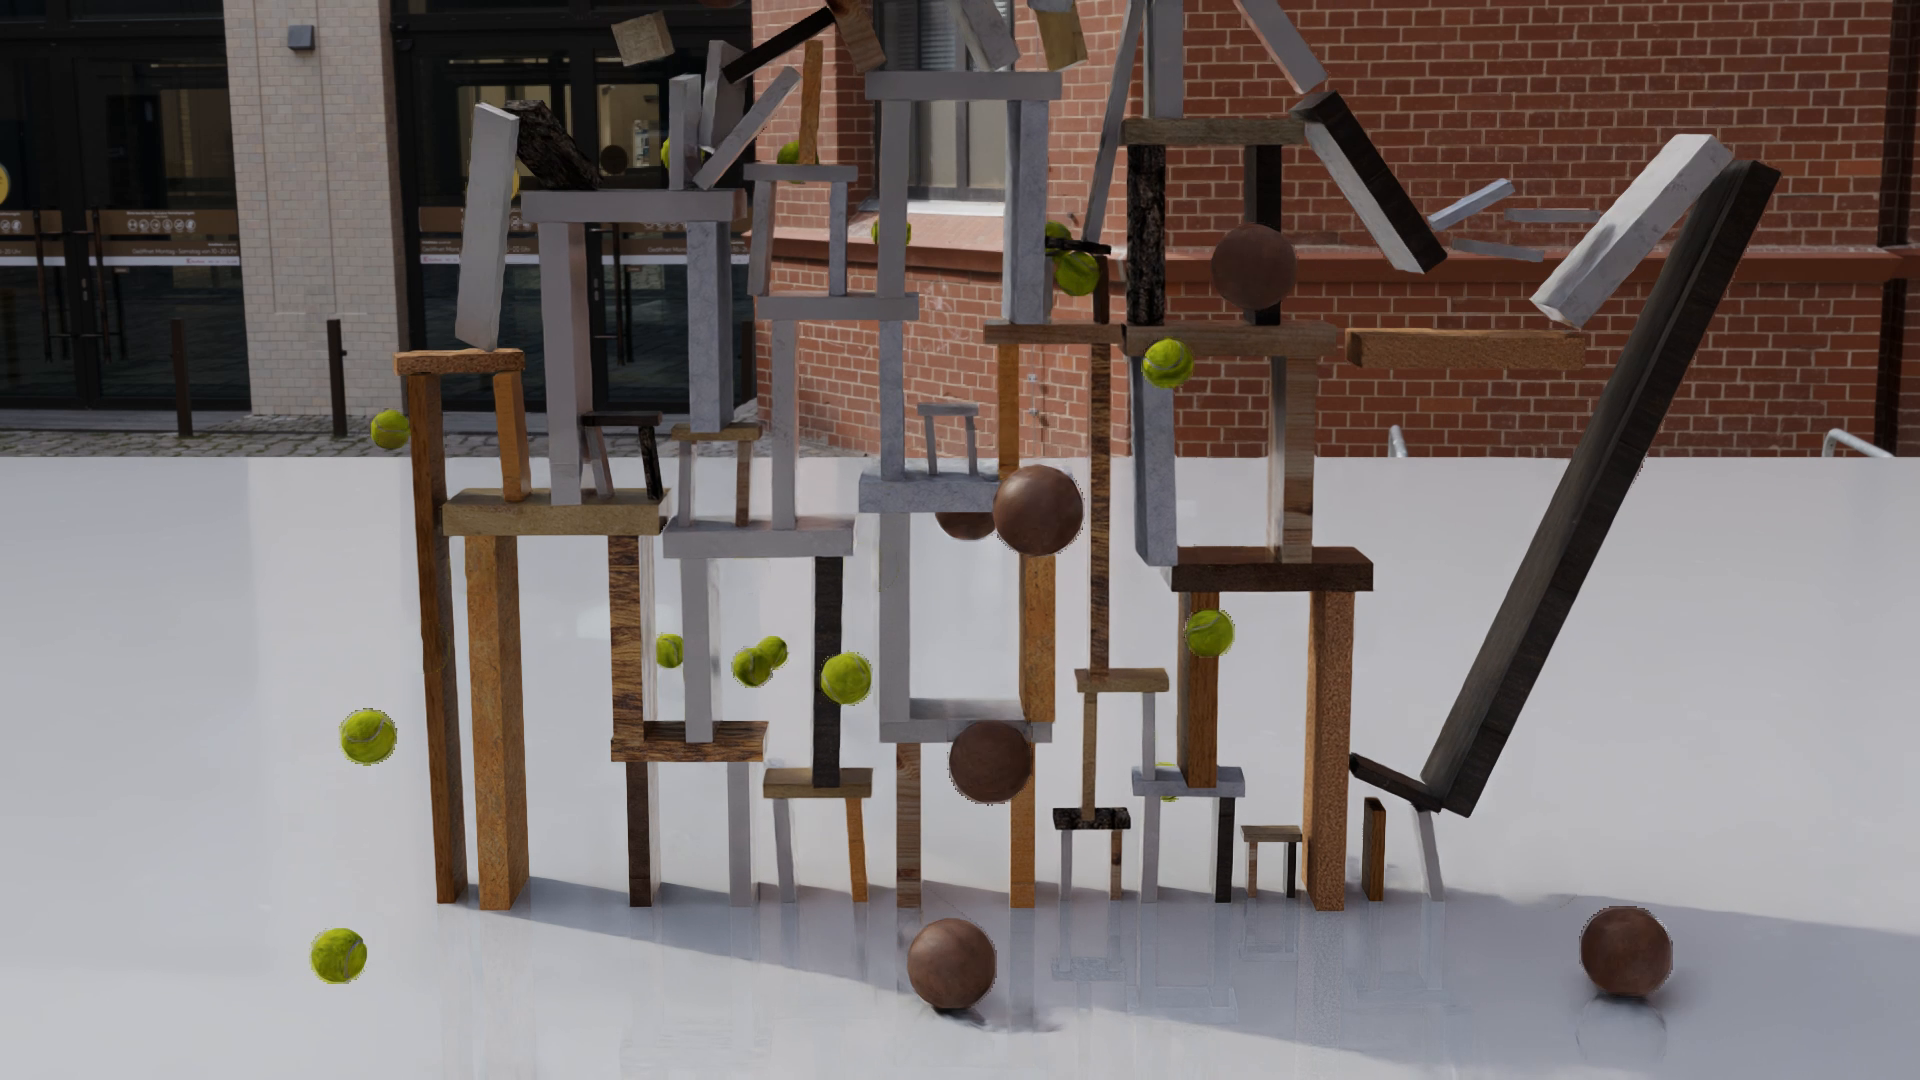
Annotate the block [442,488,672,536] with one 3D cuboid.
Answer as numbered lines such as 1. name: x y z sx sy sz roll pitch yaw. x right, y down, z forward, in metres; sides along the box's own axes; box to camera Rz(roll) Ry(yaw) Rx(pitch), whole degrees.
1. block: -0.646 -0.046 3.554 0.341 0.048 0.171 0 11 -1

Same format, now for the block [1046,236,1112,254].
1. block: 0.181 -0.463 3.462 0.103 0.015 0.052 6 6 -15

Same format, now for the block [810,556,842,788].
1. block: -0.220 0.201 3.600 0.043 0.380 0.151 0 11 -6

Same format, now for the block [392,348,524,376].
1. block: -0.811 -0.289 3.555 0.200 0.028 0.100 -4 11 -18

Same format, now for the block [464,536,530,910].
1. block: -0.760 0.283 3.618 0.048 0.623 0.171 0 11 0

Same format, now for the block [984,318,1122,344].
1. block: 0.148 -0.331 3.490 0.215 0.030 0.108 0 11 3

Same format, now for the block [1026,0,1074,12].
1. block: 0.159 -0.875 3.344 0.073 0.146 0.021 -9 44 -40

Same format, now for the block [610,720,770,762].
1. block: -0.442 0.331 3.619 0.247 0.035 0.123 0 11 0

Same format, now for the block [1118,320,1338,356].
1. block: 0.422 -0.323 3.507 0.328 0.047 0.164 0 9 -1

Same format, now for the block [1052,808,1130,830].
1. block: 0.217 0.461 3.640 0.123 0.017 0.062 0 11 -2

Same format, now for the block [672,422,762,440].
1. block: -0.389 -0.174 3.529 0.139 0.020 0.069 -1 11 0

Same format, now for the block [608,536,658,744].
1. block: -0.533 0.145 3.591 0.048 0.341 0.171 0 11 0

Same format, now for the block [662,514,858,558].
1. block: -0.321 -0.007 3.560 0.302 0.043 0.151 -1 11 0

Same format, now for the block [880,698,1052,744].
1. block: 0.010 0.296 3.617 0.279 0.040 0.140 0 11 0

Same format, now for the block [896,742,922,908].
1. block: -0.084 0.452 3.645 0.040 0.279 0.139 0 11 0

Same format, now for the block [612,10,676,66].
1. block: -0.521 -0.824 3.616 0.020 0.070 0.139 -28 19 -32

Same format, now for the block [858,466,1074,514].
1. block: 0.011 -0.082 3.546 0.340 0.048 0.170 0 11 0

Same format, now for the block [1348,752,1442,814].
1. block: 0.719 0.401 3.636 0.155 0.022 0.077 24 10 -4

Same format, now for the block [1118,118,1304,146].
1. block: 0.390 -0.639 3.456 0.277 0.039 0.139 0 9 -2

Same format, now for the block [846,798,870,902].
1. block: -0.170 0.501 3.656 0.025 0.178 0.089 -3 11 0

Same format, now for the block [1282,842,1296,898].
1. block: 0.549 0.542 3.664 0.014 0.096 0.048 0 11 0

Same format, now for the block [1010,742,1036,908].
1. block: 0.103 0.452 3.645 0.040 0.279 0.140 0 11 1

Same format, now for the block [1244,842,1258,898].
1. block: 0.485 0.542 3.664 0.014 0.096 0.048 0 11 0

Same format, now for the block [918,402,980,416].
1. block: -0.019 -0.209 3.517 0.098 0.014 0.049 0 11 1

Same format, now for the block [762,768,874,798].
1. block: -0.234 0.401 3.635 0.178 0.025 0.089 0 11 -1

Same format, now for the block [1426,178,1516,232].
1. block: 0.806 -0.529 3.469 0.132 0.019 0.066 -28 11 8

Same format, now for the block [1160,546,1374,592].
1. block: 0.494 0.047 3.568 0.320 0.045 0.160 0 9 -1

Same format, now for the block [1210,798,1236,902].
1. block: 0.435 0.500 3.653 0.026 0.182 0.091 1 10 0

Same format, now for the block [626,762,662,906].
1. block: -0.524 0.469 3.645 0.035 0.247 0.123 0 11 0

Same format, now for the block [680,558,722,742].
1. block: -0.421 0.164 3.591 0.043 0.302 0.151 0 11 0

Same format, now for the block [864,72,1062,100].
1. block: 0.002 -0.708 3.433 0.301 0.043 0.150 0 11 -3

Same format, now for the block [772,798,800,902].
1. block: -0.289 0.502 3.653 0.025 0.178 0.089 -3 11 0

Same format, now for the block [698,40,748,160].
1. block: -0.374 -0.696 3.483 0.024 0.169 0.085 5 -2 25

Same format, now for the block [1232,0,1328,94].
1. block: 0.456 -0.834 3.407 0.044 0.314 0.157 -35 7 10

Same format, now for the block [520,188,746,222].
1. block: -0.510 -0.528 3.467 0.327 0.046 0.163 0 11 2

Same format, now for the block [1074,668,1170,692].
1. block: 0.263 0.229 3.594 0.149 0.021 0.075 -1 11 -1

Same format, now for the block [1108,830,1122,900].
1. block: 0.258 0.529 3.655 0.017 0.123 0.062 0 11 0

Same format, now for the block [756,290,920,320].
1. block: -0.192 -0.372 3.488 0.253 0.036 0.126 0 11 -1

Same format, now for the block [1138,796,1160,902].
1. block: 0.314 0.500 3.652 0.026 0.182 0.091 1 10 1

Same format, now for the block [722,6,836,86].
1. block: -0.280 -0.765 3.403 0.188 0.027 0.094 -30 11 3

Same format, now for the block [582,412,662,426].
1. block: -0.538 -0.194 3.511 0.119 0.017 0.059 0 11 -1

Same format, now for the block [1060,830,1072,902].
1. block: 0.177 0.530 3.652 0.017 0.123 0.062 1 11 2

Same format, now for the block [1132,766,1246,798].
1. block: 0.376 0.398 3.631 0.182 0.026 0.091 0 11 2

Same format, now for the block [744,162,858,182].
1. block: -0.249 -0.576 3.446 0.176 0.025 0.088 0 11 -3

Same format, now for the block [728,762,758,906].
1. block: -0.360 0.469 3.644 0.035 0.247 0.123 0 11 0

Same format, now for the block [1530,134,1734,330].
1. block: 1.054 -0.489 3.466 0.049 0.346 0.173 39 9 -7

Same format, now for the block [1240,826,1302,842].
1. block: 0.517 0.488 3.654 0.096 0.014 0.048 0 11 0
